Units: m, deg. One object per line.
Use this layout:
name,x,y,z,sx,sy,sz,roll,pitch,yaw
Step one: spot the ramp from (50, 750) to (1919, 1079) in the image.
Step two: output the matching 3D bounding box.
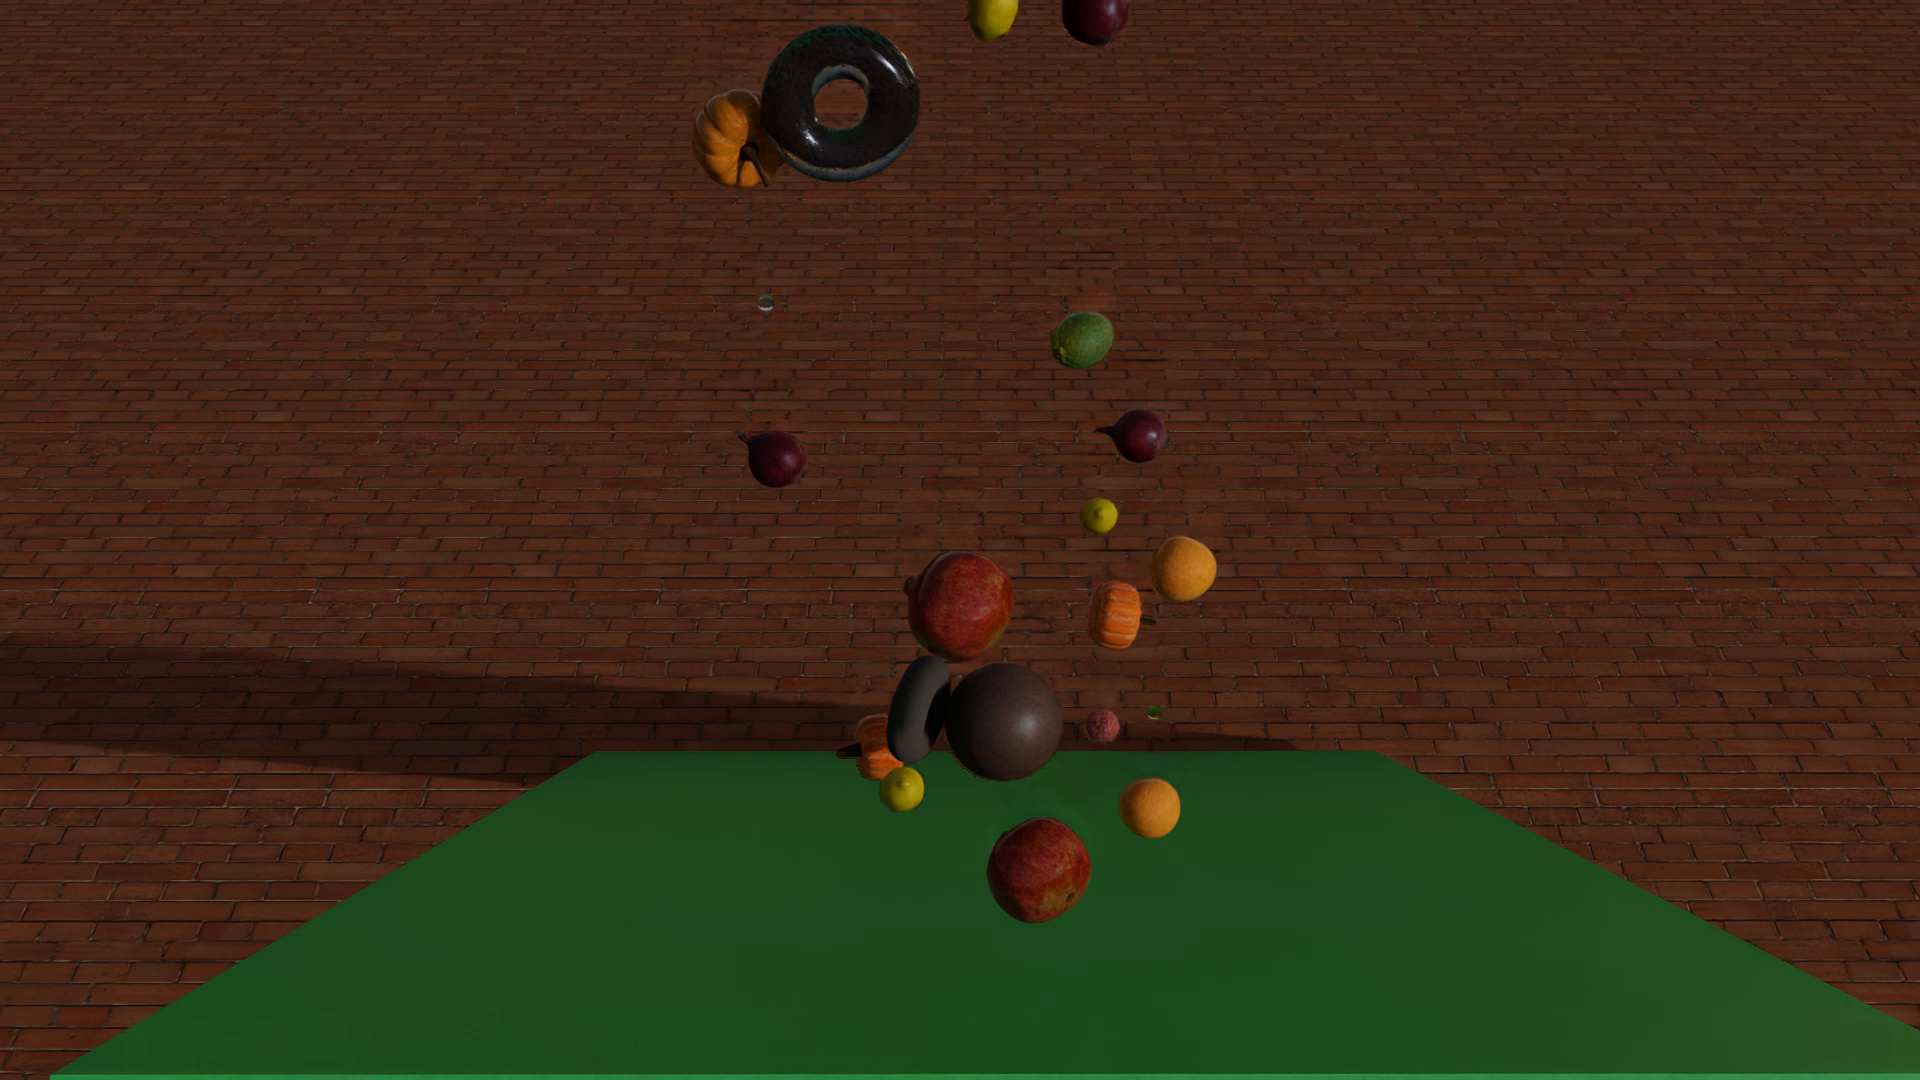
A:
ramp,0.067,0.594,4.650,2.000,0.100,4.000,0,0,0

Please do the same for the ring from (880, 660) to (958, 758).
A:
ring,-0.045,0.185,2.832,0.040,0.121,0.121,32,39,14
